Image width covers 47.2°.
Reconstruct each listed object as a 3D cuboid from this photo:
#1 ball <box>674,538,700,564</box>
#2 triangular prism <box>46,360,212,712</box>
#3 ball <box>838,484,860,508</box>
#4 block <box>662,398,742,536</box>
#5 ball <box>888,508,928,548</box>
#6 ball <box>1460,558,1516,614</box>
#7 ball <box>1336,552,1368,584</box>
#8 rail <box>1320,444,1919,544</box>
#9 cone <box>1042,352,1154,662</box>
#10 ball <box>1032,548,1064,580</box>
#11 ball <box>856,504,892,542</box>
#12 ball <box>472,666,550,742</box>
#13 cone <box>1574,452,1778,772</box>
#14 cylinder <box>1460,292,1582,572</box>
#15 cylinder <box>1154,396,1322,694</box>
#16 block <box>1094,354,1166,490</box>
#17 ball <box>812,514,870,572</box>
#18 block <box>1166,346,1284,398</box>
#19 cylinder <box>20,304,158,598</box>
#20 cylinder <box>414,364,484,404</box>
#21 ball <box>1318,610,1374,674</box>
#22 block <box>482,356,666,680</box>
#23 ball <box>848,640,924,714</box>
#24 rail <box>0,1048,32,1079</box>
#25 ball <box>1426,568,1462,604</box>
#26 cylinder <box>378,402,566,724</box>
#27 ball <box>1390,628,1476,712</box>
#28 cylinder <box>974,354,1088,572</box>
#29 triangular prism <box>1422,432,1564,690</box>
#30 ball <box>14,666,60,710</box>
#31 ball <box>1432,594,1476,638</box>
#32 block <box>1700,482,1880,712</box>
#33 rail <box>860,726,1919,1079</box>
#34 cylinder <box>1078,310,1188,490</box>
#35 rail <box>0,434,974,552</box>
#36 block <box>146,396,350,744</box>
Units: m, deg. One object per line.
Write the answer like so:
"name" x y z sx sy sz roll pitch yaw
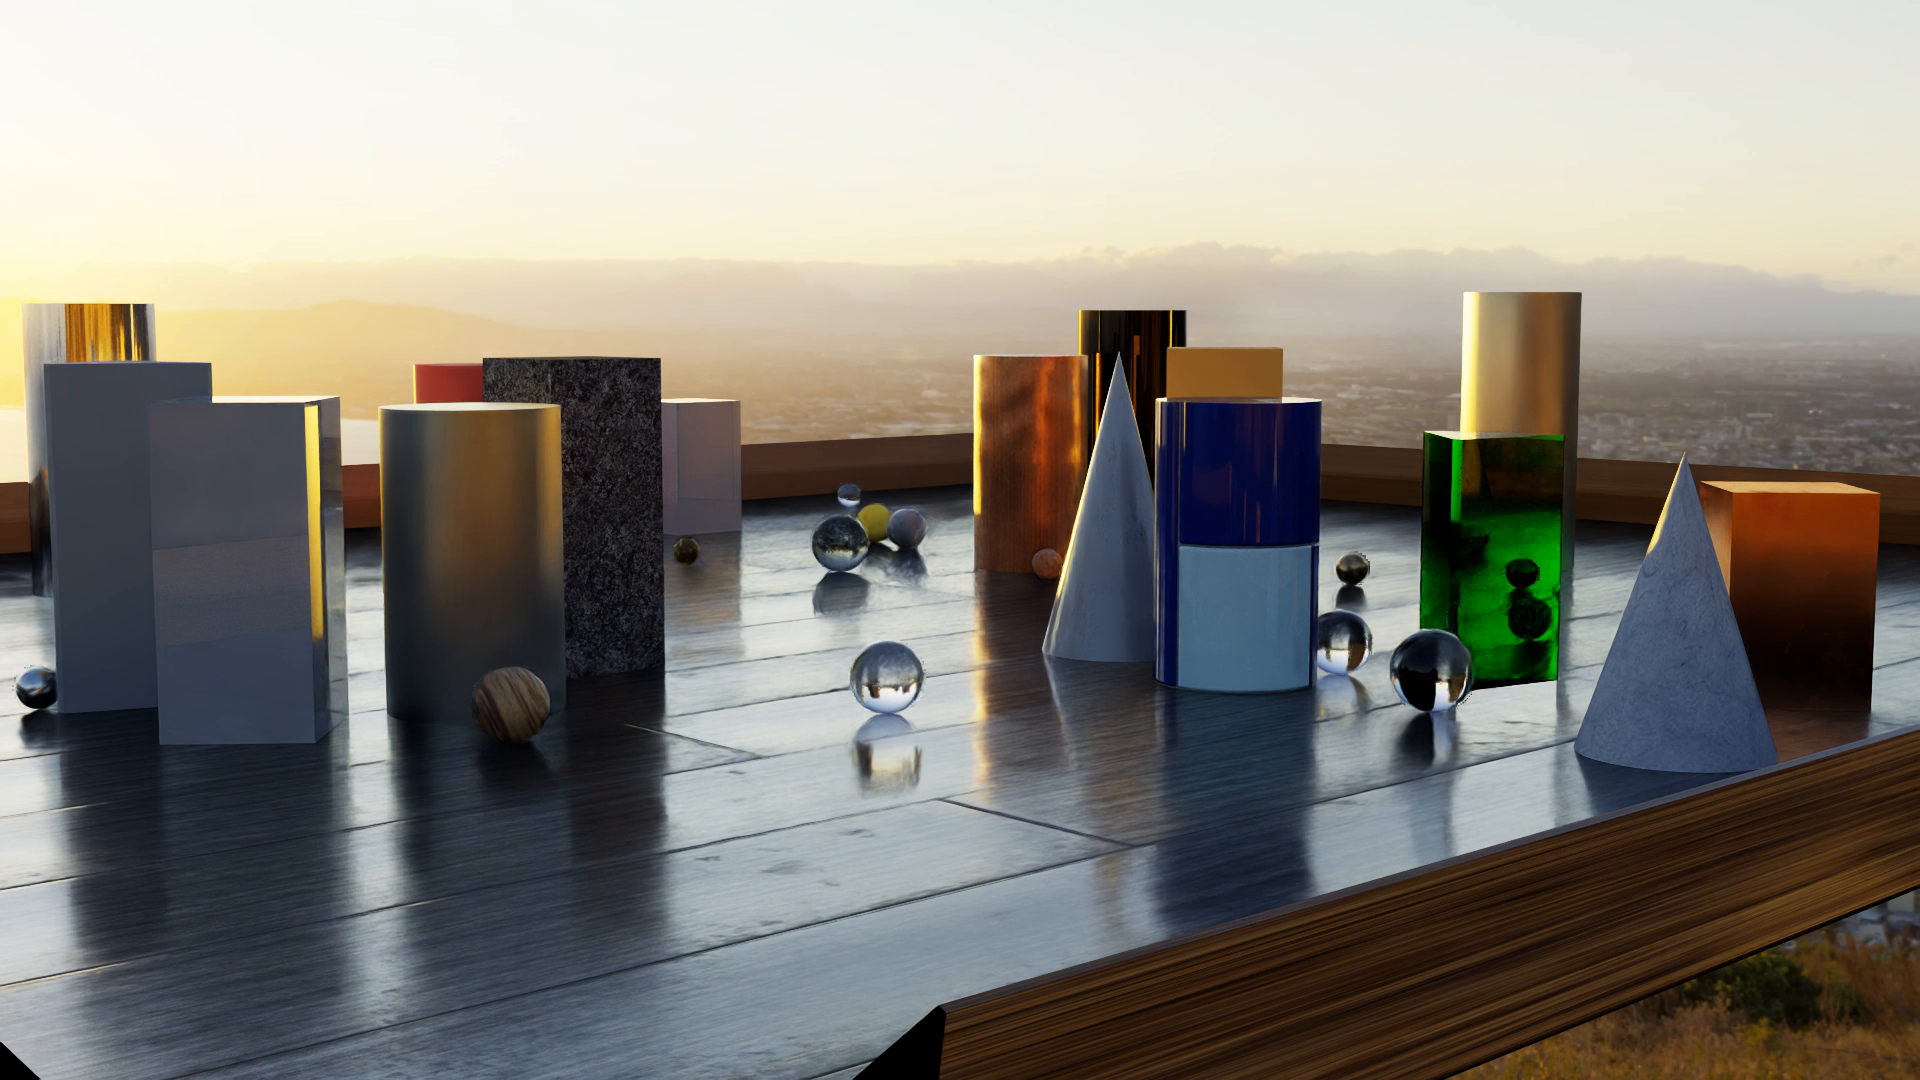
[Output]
"ball" -0.480 0.020 3.861 0.047 0.047 0.047 0 6 0
"triangular prism" -0.948 -0.011 2.521 0.171 0.386 0.148 -3 6 -23
"ball" -0.252 -0.101 4.987 0.054 0.054 0.054 0 6 0
"block" -0.555 -0.151 4.460 0.158 0.263 0.158 -6 8 -43
"ball" -0.099 -0.022 4.124 0.075 0.075 0.075 0 6 0
"ball" 0.778 0.068 3.240 0.081 0.081 0.081 0 6 0
"ball" 0.638 0.047 3.580 0.052 0.052 0.052 0 6 0
"rail" 1.395 -0.100 4.612 0.045 0.128 3.428 -5 8 -42
"cone" 0.206 -0.050 2.873 0.197 0.391 0.197 0 6 0
"ball" 0.145 0.040 3.648 0.052 0.052 0.052 0 6 0
"ball" -0.164 -0.031 4.221 0.074 0.074 0.074 0 6 0
"ball" -0.464 0.170 2.272 0.079 0.079 0.079 0 6 0
"cone" 0.722 0.063 2.208 0.197 0.304 0.197 0 6 0
"cylinder" 0.970 -0.191 3.816 0.197 0.475 0.197 0 6 0
"cylinder" 0.332 0.001 2.643 0.197 0.338 0.197 0 6 0
"block" 0.367 -0.181 4.280 0.158 0.359 0.158 -3 7 -26
"ball" -0.204 0.005 3.754 0.099 0.099 0.099 0 6 0
"block" 0.370 -0.074 3.101 0.158 0.392 0.158 1 6 6
"cylinder" -1.370 -0.146 3.479 0.197 0.455 0.197 0 6 0
"cylinder" -0.877 -0.141 3.955 0.197 0.348 0.197 0 6 0
"ball" 0.466 0.125 2.695 0.080 0.080 0.080 0 6 0
"block" -0.482 -0.034 2.746 0.158 0.386 0.158 -5 8 -42
"ball" -0.082 0.152 2.432 0.082 0.082 0.082 0 6 0
"rail" -1.395 0.167 2.052 0.045 0.128 3.428 -5 8 -42
"ball" 0.728 0.073 3.291 0.061 0.061 0.061 0 6 0
"cylinder" -0.542 0.020 2.452 0.197 0.339 0.197 0 6 0
"ball" 0.525 0.145 2.443 0.093 0.093 0.093 0 6 0
"cylinder" 0.123 -0.137 3.824 0.197 0.367 0.197 0 6 0
"triangular prism" 0.612 0.020 2.665 0.171 0.296 0.148 -3 7 -30
"ball" -1.031 0.166 2.459 0.048 0.048 0.048 0 6 0
"ball" 0.675 0.103 3.004 0.059 0.059 0.059 0 6 0
"block" 0.945 0.061 2.525 0.158 0.243 0.158 1 6 6
"rail" 1.146 0.162 2.096 3.843 0.128 0.045 -5 8 -42
"cylinder" 0.311 -0.194 3.992 0.197 0.445 0.197 0 6 0
"rail" -1.146 -0.096 4.568 3.843 0.128 0.045 -5 8 -42
"block" -0.749 0.027 2.327 0.158 0.352 0.158 0 6 -3
